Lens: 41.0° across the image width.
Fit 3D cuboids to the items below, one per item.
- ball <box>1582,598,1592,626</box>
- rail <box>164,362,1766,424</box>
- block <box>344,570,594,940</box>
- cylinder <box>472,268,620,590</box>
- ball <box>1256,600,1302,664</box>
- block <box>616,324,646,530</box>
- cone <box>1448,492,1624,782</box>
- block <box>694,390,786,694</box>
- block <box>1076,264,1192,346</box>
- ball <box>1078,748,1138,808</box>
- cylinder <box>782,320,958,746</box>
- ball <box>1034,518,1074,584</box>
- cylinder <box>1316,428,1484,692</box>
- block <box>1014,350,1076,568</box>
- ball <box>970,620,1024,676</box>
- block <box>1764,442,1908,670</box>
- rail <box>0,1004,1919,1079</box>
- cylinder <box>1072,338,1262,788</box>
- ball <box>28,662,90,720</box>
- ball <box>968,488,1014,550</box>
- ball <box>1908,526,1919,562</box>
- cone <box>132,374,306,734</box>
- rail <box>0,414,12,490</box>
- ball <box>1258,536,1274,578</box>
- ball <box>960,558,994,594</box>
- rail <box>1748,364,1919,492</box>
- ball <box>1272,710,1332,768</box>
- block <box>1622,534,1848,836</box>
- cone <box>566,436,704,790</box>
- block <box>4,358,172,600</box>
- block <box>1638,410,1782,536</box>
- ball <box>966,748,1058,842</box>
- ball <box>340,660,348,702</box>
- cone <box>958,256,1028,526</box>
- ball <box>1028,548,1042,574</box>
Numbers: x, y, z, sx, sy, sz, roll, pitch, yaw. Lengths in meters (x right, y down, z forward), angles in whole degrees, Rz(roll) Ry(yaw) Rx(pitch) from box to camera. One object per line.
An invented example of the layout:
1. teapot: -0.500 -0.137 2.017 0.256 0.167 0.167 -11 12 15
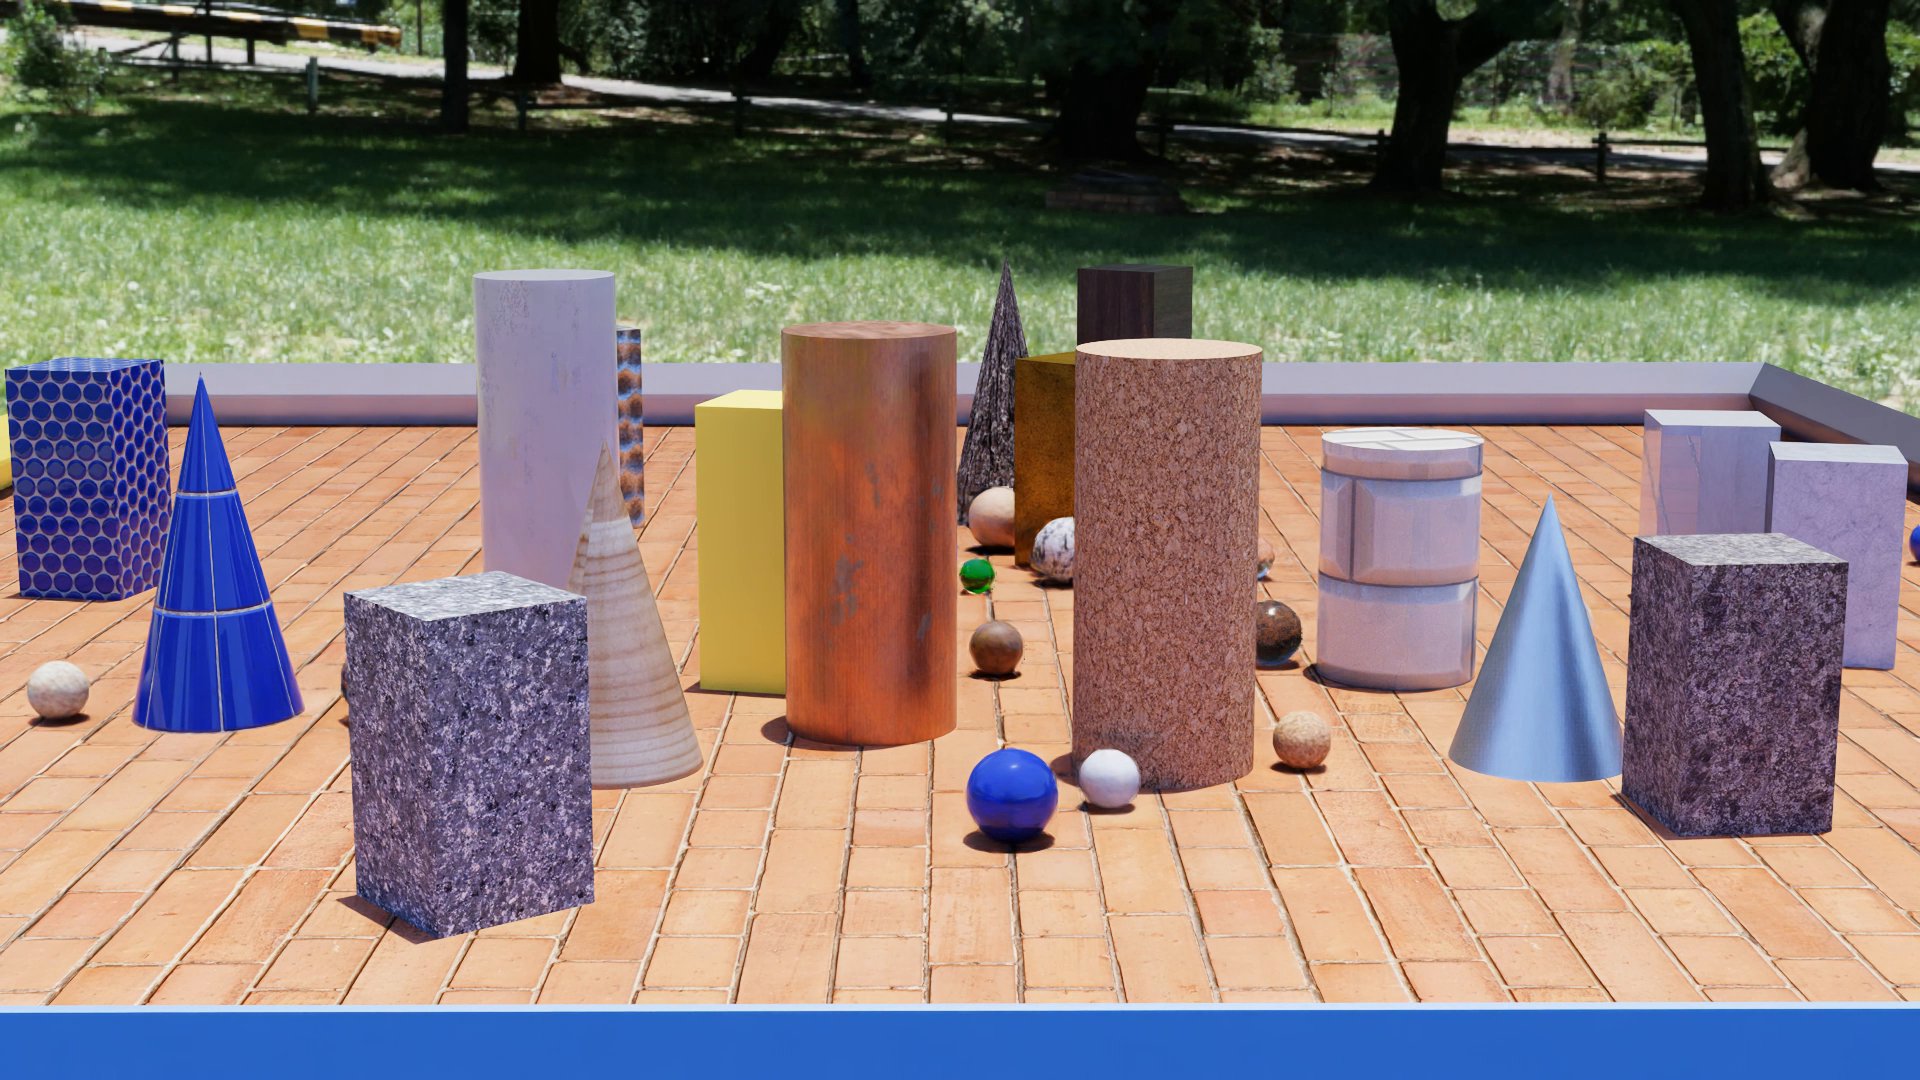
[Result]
1. ball: 0.729 0.102 3.155 0.095 0.095 0.095 0 11 0
2. rail: -0.010 -0.295 5.203 3.303 0.124 0.045 0 11 0
3. block: -0.428 0.182 2.239 0.152 0.274 0.152 -8 14 -38
4. cylinder: -0.561 -0.139 3.498 0.190 0.444 0.190 0 11 0
5. ball: 0.379 0.113 3.138 0.079 0.079 0.079 0 11 0
6. block: -0.605 -0.178 4.055 0.152 0.316 0.152 -7 13 -35
7. cone: 0.614 0.090 2.695 0.190 0.288 0.190 0 11 0
8. block: -0.213 0.000 3.043 0.152 0.336 0.152 3 11 15
9. block: 0.313 -0.306 4.605 0.152 0.366 0.152 6 12 31
10. ball: 0.147 0.236 2.536 0.059 0.059 0.059 0 11 0
11. cylinder: -0.098 -0.011 2.820 0.190 0.441 0.190 0 11 0
12. ball: 0.151 0.015 3.623 0.094 0.094 0.094 0 11 0
13. cylinder: 0.526 0.020 3.078 0.190 0.286 0.190 0 11 0
14. block: 0.187 -0.113 3.742 0.152 0.304 0.152 9 14 40
15. ball: 0.044 0.130 3.087 0.066 0.066 0.066 0 11 0
16. block: 1.082 0.016 3.188 0.152 0.252 0.152 3 11 14
17. rail: 0.010 0.358 1.695 3.303 0.124 0.045 0 11 0
18. cylinder: 0.213 0.020 2.659 0.190 0.438 0.190 0 11 0
19. ball: -1.010 0.169 2.875 0.066 0.066 0.066 0 11 0
20. ball: 0.059 -0.032 3.875 0.095 0.095 0.095 0 11 0
21. ball: 1.424 0.005 3.761 0.063 0.063 0.063 0 11 0
22. cone: -0.841 0.004 2.874 0.190 0.390 0.190 0 11 0
23. rail: -1.628 0.034 3.440 0.045 0.124 3.616 0 11 0
24. ball: 0.416 0.024 3.657 0.065 0.065 0.065 0 11 0
25. ball: 0.024 0.050 3.565 0.049 0.049 0.049 0 11 0
26. rail: 1.628 0.030 3.459 0.045 0.124 3.616 0 11 0
27. ball: 0.357 0.208 2.679 0.061 0.061 0.061 0 11 0
28. block: 0.752 0.138 2.503 0.152 0.263 0.152 -1 11 -6
29. cone: -0.364 0.065 2.663 0.190 0.349 0.190 0 11 0
30. block: -1.209 -0.088 3.575 0.152 0.315 0.152 2 11 12
31. block: 1.007 -0.037 3.462 0.152 0.257 0.152 1 11 6
32. ball: 0.049 0.241 2.427 0.088 0.088 0.088 0 11 0
33. ball: -0.649 0.157 2.875 0.090 0.090 0.090 0 11 0
34. cone: 0.074 -0.244 4.107 0.190 0.426 0.190 0 11 0
35. ball: 0.122 0.027 3.692 0.046 0.046 0.046 0 11 0
